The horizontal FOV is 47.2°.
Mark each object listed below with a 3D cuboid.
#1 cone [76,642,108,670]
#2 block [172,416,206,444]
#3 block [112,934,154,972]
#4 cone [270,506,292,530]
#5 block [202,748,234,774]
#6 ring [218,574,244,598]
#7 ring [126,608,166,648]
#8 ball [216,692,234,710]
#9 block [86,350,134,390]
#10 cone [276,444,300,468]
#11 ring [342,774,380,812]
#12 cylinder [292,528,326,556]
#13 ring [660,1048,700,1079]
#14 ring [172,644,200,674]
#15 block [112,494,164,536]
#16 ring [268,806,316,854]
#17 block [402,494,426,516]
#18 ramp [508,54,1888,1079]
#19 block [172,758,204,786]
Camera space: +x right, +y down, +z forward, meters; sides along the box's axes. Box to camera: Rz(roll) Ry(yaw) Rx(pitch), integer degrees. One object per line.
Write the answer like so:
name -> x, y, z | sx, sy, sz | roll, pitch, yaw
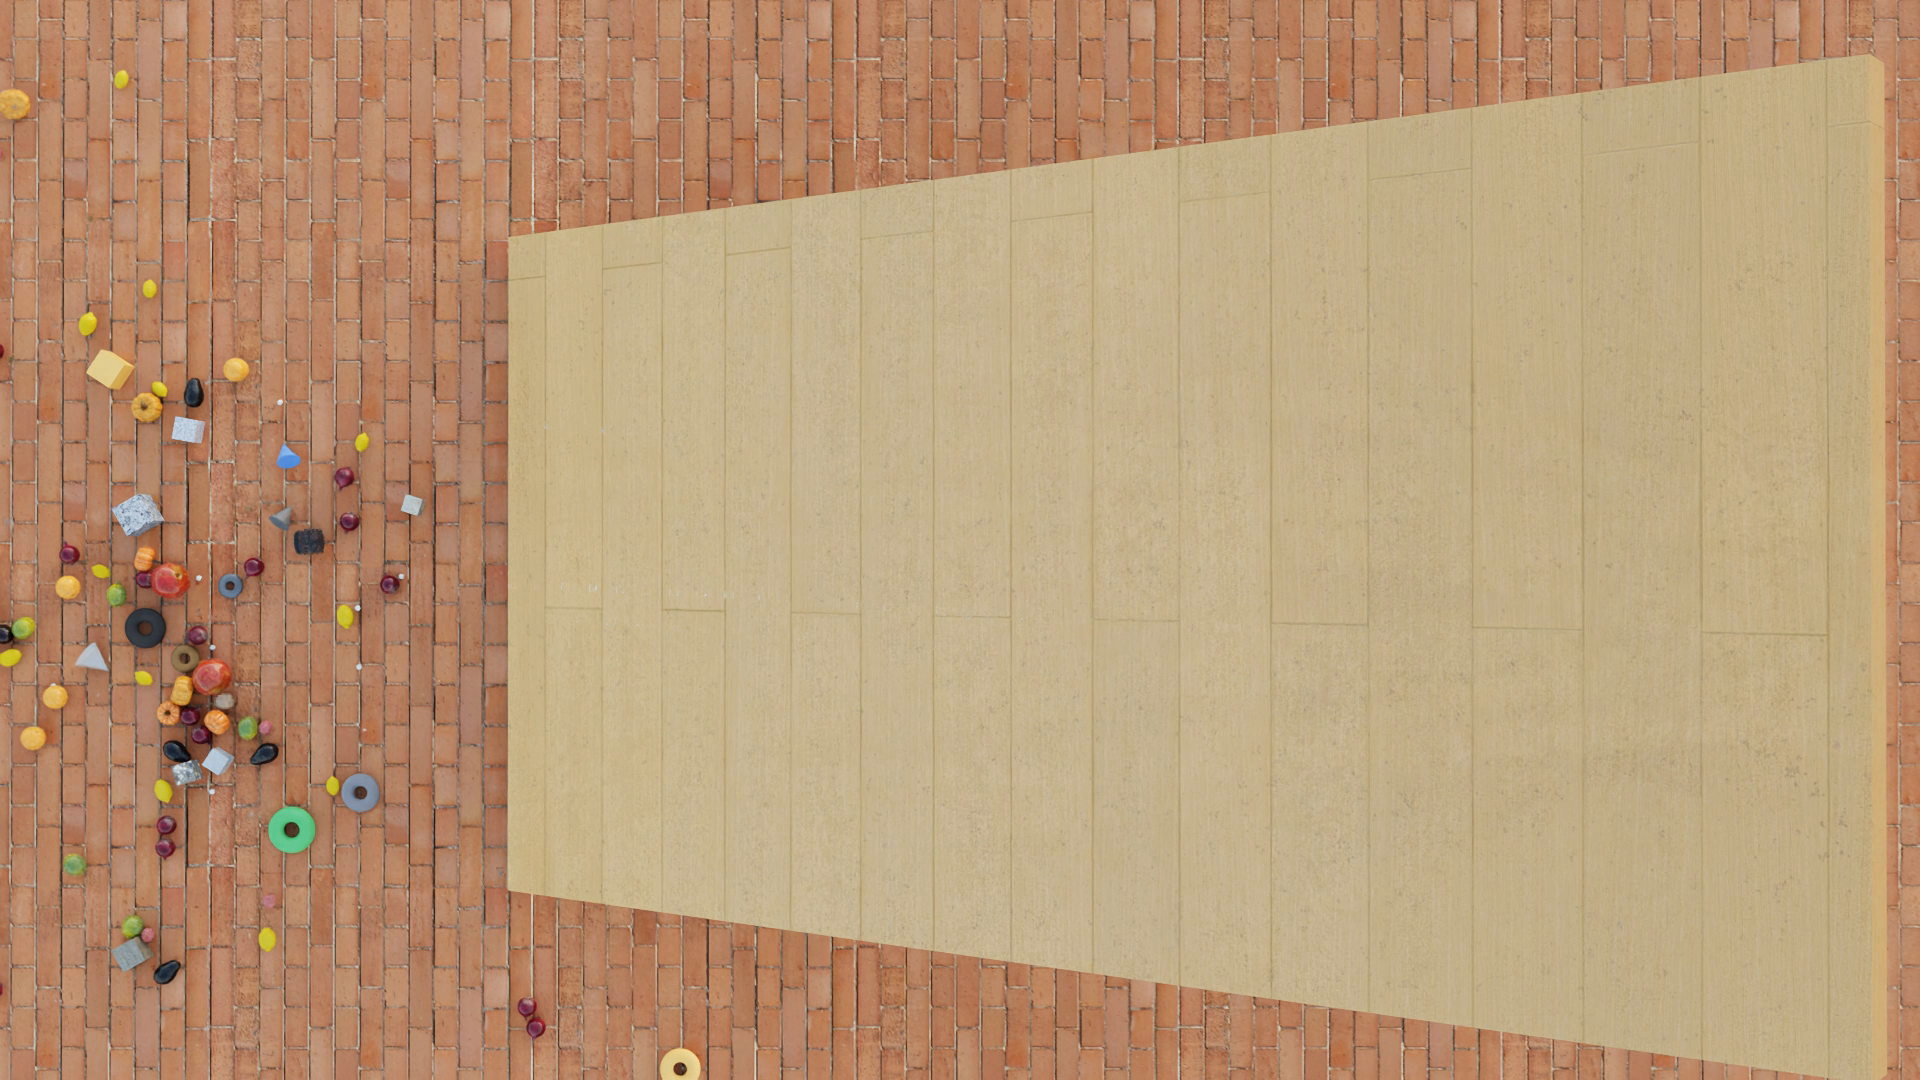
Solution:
cone -> -2.664, 0.379, 6.789 | 0.089, 0.089, 0.089 | -46, 116, 0
block -> -2.378, -0.339, 6.779 | 0.069, 0.069, 0.069 | 10, 90, 0
block -> -2.544, 1.271, 6.765 | 0.076, 0.076, 0.076 | -30, 90, 0
cone -> -2.085, -0.078, 6.796 | 0.071, 0.071, 0.071 | 28, 63, 0
block -> -2.285, 0.681, 6.777 | 0.059, 0.059, 0.059 | 33, 90, 0
ring -> -2.255, 0.142, 6.798 | 0.078, 0.026, 0.078 | 0, 90, 1
ring -> -2.515, 0.272, 6.789 | 0.125, 0.042, 0.125 | 0, 91, -1
ball -> -2.269, 0.496, 6.781 | 0.054, 0.054, 0.054 | 0, 90, 0
block -> -2.616, -0.524, 6.772 | 0.085, 0.085, 0.085 | 34, 90, 0
cone -> -2.083, -0.271, 6.797 | 0.071, 0.071, 0.071 | -23, 63, 0
ring -> -1.849, 0.780, 6.787 | 0.120, 0.040, 0.120 | 0, 91, 0
cylinder -> -2.005, 0.005, 6.775 | 0.072, 0.072, 0.072 | -15, 90, 18
ring -> -0.863, 1.630, 6.780 | 0.126, 0.042, 0.126 | 0, 91, 0
ring -> -2.393, 0.367, 6.794 | 0.089, 0.030, 0.089 | 0, 89, -1
block -> -2.528, -0.077, 6.765 | 0.094, 0.094, 0.094 | -30, 90, 0
ring -> -2.060, 0.894, 6.782 | 0.144, 0.048, 0.144 | 0, 90, -1
block -> -1.686, -0.107, 6.786 | 0.052, 0.052, 0.052 | 18, 90, 0
ramp -> 0.224, 0.064, 5.540 | 4.000, 0.100, 2.000 | 0, 90, 38
block -> -2.381, 0.716, 6.775 | 0.063, 0.063, 0.063 | -16, 90, 0
